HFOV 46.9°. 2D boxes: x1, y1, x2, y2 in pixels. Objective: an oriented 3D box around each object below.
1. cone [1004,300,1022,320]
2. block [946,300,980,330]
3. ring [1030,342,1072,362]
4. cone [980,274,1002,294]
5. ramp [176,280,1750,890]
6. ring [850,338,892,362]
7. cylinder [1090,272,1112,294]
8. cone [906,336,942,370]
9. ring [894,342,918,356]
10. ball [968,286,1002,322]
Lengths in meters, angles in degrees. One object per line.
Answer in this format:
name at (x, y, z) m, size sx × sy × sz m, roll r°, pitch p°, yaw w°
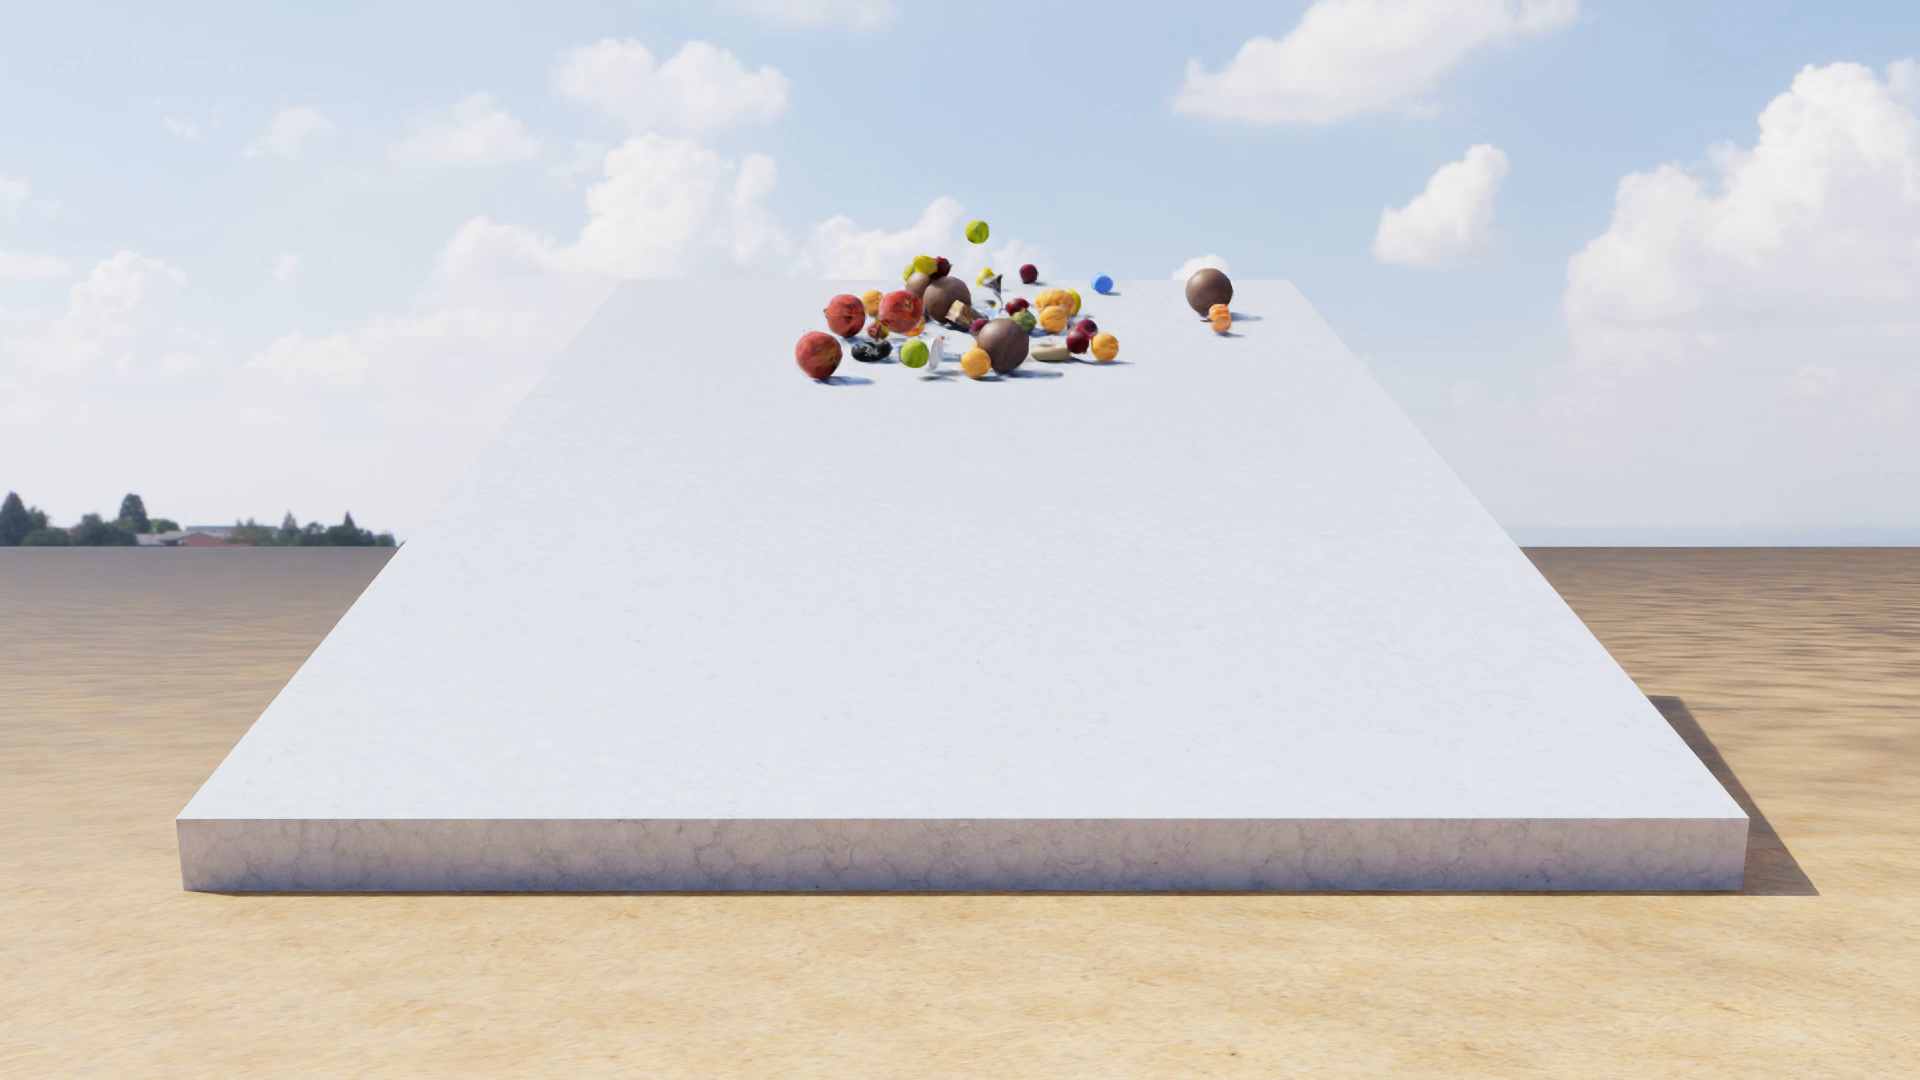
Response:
cone at (0.149, -0.617, 6.050) m, size 0.052 × 0.052 × 0.052 m, roll 0°, pitch 43°, yaw -8°
block at (0.007, -0.599, 5.890) m, size 0.055 × 0.055 × 0.055 m, roll 26°, pitch 5°, yaw -33°
ring at (0.228, -0.470, 5.533) m, size 0.104 × 0.035 × 0.104 m, roll 1°, pitch 16°, yaw 0°
cone at (0.100, -0.711, 6.080) m, size 0.067 × 0.067 × 0.067 m, roll 0°, pitch -30°, yaw -32°
ramp at (-0.002, -0.167, 4.746) m, size 2.000 × 0.100 × 4.000 m, roll 0°, pitch 17°, yaw 0°
ring at (-0.221, -0.474, 5.528) m, size 0.105 × 0.035 × 0.105 m, roll -6°, pitch 25°, yaw 3°
cylinder at (0.411, -0.746, 6.432) m, size 0.053 × 0.053 × 0.053 m, roll 0°, pitch 16°, yaw -12°
cone at (-0.097, -0.463, 5.400) m, size 0.082 × 0.082 × 0.082 m, roll 14°, pitch 5°, yaw 19°
ring at (-0.129, -0.483, 5.595) m, size 0.076 × 0.025 × 0.076 m, roll 0°, pitch 18°, yaw 0°
ball at (0.070, -0.640, 6.002) m, size 0.094 × 0.094 × 0.094 m, roll 0°, pitch 0°, yaw 0°
